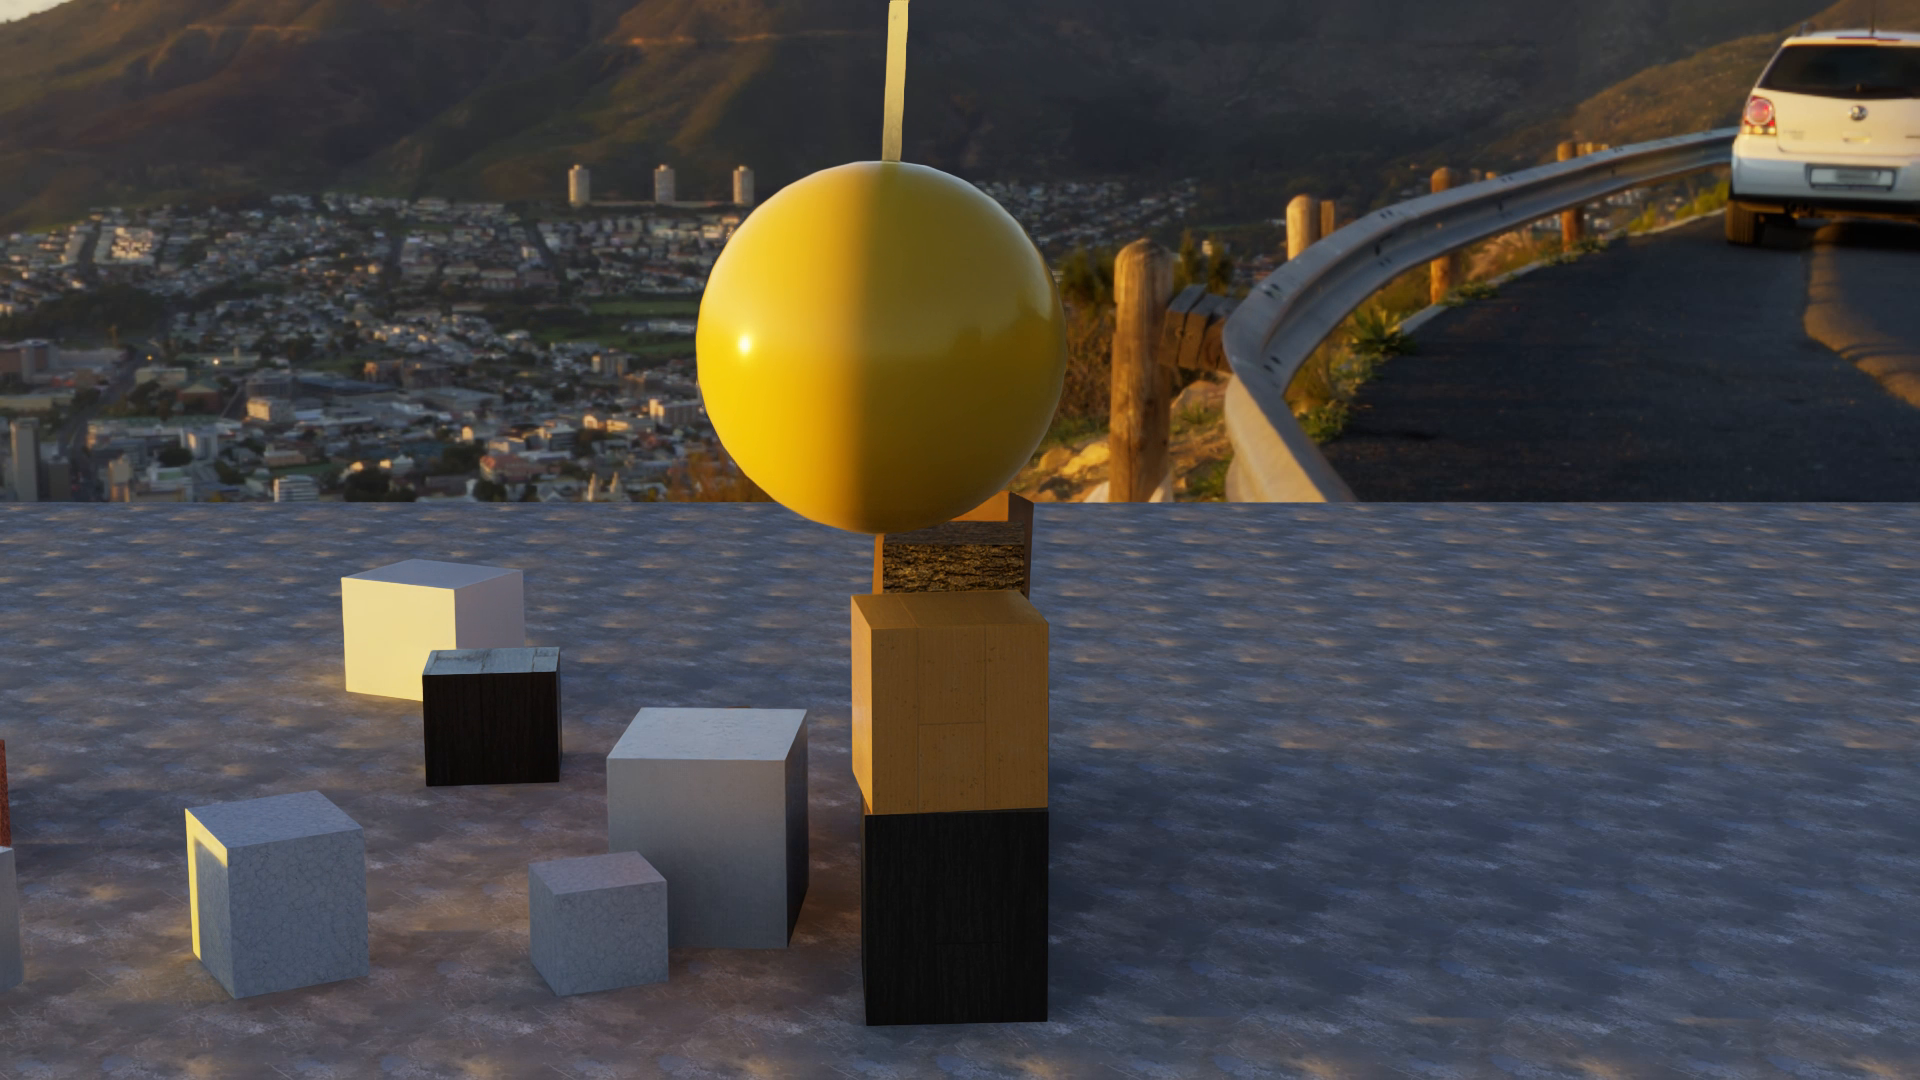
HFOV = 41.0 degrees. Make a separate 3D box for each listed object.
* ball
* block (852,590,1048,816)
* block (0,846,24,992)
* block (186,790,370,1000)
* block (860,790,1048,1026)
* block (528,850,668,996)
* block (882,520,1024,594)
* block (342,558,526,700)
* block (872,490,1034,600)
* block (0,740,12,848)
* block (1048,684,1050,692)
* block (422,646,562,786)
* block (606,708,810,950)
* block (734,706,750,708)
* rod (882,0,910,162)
[{"bbox_3d":[-0.336,-0.825,11.030,1.600,1.600,1.600,0,10,0],"label":"ball"},{"bbox_3d":[-0.047,0.603,9.728,0.657,0.700,0.627,-2,10,-9],"label":"block"},{"bbox_3d":[-4.071,1.486,9.862,0.609,0.548,0.597,5,12,27],"label":"block"},{"bbox_3d":[-2.717,1.396,10.204,0.533,0.602,0.627,-6,12,-30],"label":"block"},{"bbox_3d":[-0.032,1.349,9.863,0.680,0.817,0.675,-1,10,-4],"label":"block"},{"bbox_3d":[-1.430,1.507,10.132,0.446,0.409,0.426,-4,11,-22],"label":"block"},{"bbox_3d":[-0.022,0.233,11.922,0.640,0.544,0.627,0,10,1],"label":"block"},{"bbox_3d":[-3.036,0.522,14.835,0.793,0.666,0.646,5,11,26],"label":"block"},{"bbox_3d":[-0.029,0.106,12.702,0.649,0.665,0.695,2,-4,12],"label":"block"},{"bbox_3d":[-4.594,1.202,11.573,0.432,0.494,0.478,0,10,-1],"label":"block"},{"bbox_3d":[0.031,1.109,11.207,0.659,0.808,0.789,1,10,6],"label":"block"},{"bbox_3d":[-2.372,0.892,13.065,0.657,0.570,0.564,-1,10,-7],"label":"block"},{"bbox_3d":[-1.042,1.195,10.783,0.721,0.792,0.841,0,10,3],"label":"block"},{"bbox_3d":[-1.129,1.129,11.730,0.553,0.582,0.557,-5,11,-24],"label":"block"},{"bbox_3d":[-0.146,-4.165,10.423,0.080,5.200,0.080,3,10,-1],"label":"rod"}]
